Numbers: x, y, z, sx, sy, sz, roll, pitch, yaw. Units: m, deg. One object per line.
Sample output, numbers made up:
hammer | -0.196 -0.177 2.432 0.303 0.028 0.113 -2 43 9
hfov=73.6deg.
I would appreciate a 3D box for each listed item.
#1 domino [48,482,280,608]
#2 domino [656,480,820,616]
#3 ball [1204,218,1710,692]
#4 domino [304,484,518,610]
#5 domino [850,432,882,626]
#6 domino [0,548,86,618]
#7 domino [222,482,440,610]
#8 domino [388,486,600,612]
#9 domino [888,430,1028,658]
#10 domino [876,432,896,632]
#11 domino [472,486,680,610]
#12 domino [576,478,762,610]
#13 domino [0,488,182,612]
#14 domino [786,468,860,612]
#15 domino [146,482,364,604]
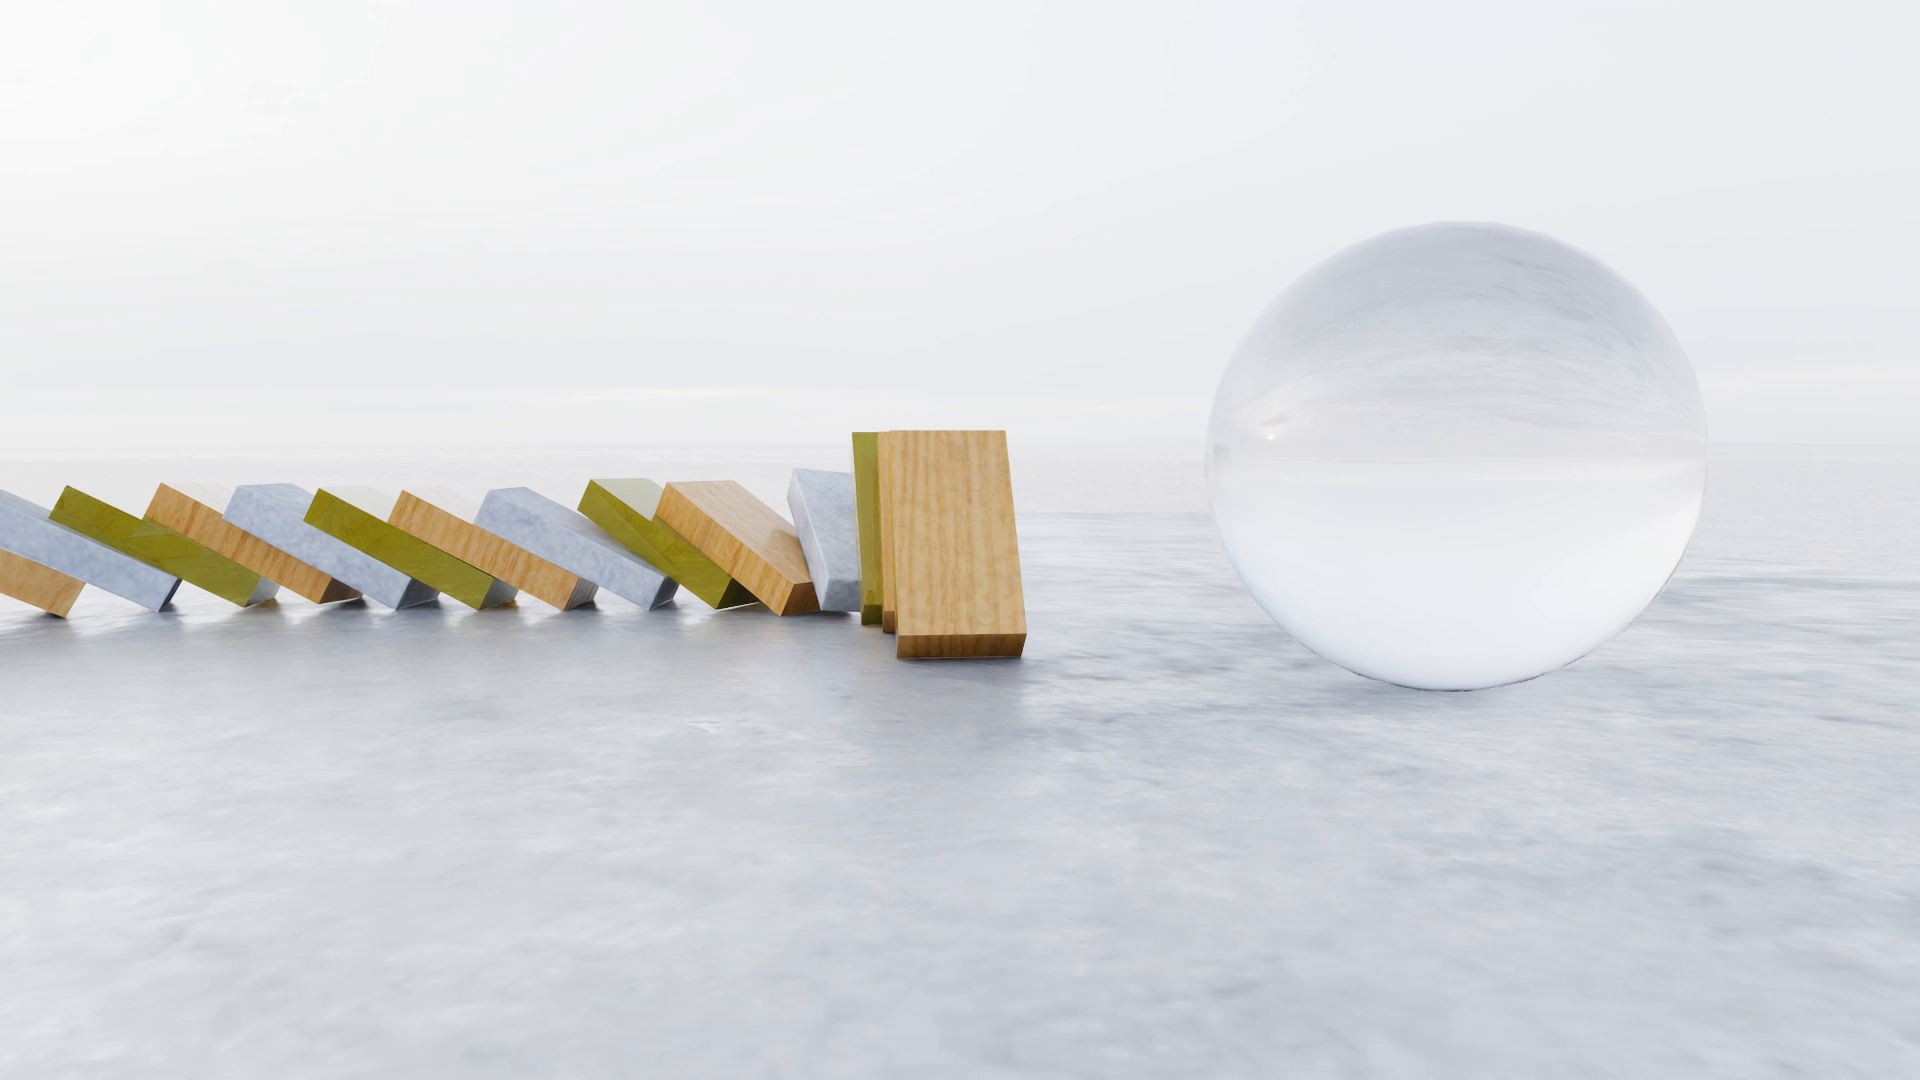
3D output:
domino | -0.207 0.001 0.338 0.050 0.009 0.025 28 -2 -12
domino | -0.054 0.001 0.337 0.050 0.009 0.025 36 22 27
ball | 0.083 -0.014 0.221 0.080 0.080 0.080 0 4 0
domino | -0.143 0.001 0.339 0.050 0.009 0.025 27 5 -1
domino | -0.013 -0.004 0.313 0.025 0.050 0.010 -1 -33 -10
domino | -0.242 0.003 0.310 0.050 0.009 0.025 34 -17 -35
domino | -0.164 0.001 0.340 0.050 0.009 0.025 28 5 -1
domino | -0.121 0.002 0.339 0.050 0.009 0.025 27 5 -1
domino | -0.001 0.000 0.265 0.025 0.050 0.009 0 -33 -6
domino | -0.006 -0.003 0.301 0.025 0.050 0.009 0 -33 -6
domino | -0.099 0.002 0.340 0.050 0.009 0.025 27 5 0
domino | -0.075 0.000 0.344 0.050 0.009 0.025 33 15 18
domino | -0.226 0.002 0.326 0.050 0.009 0.025 30 -9 -24
domino | -0.028 0.000 0.332 0.025 0.009 0.050 4 33 -22
domino | -0.186 0.000 0.344 0.050 0.009 0.025 28 2 -1
